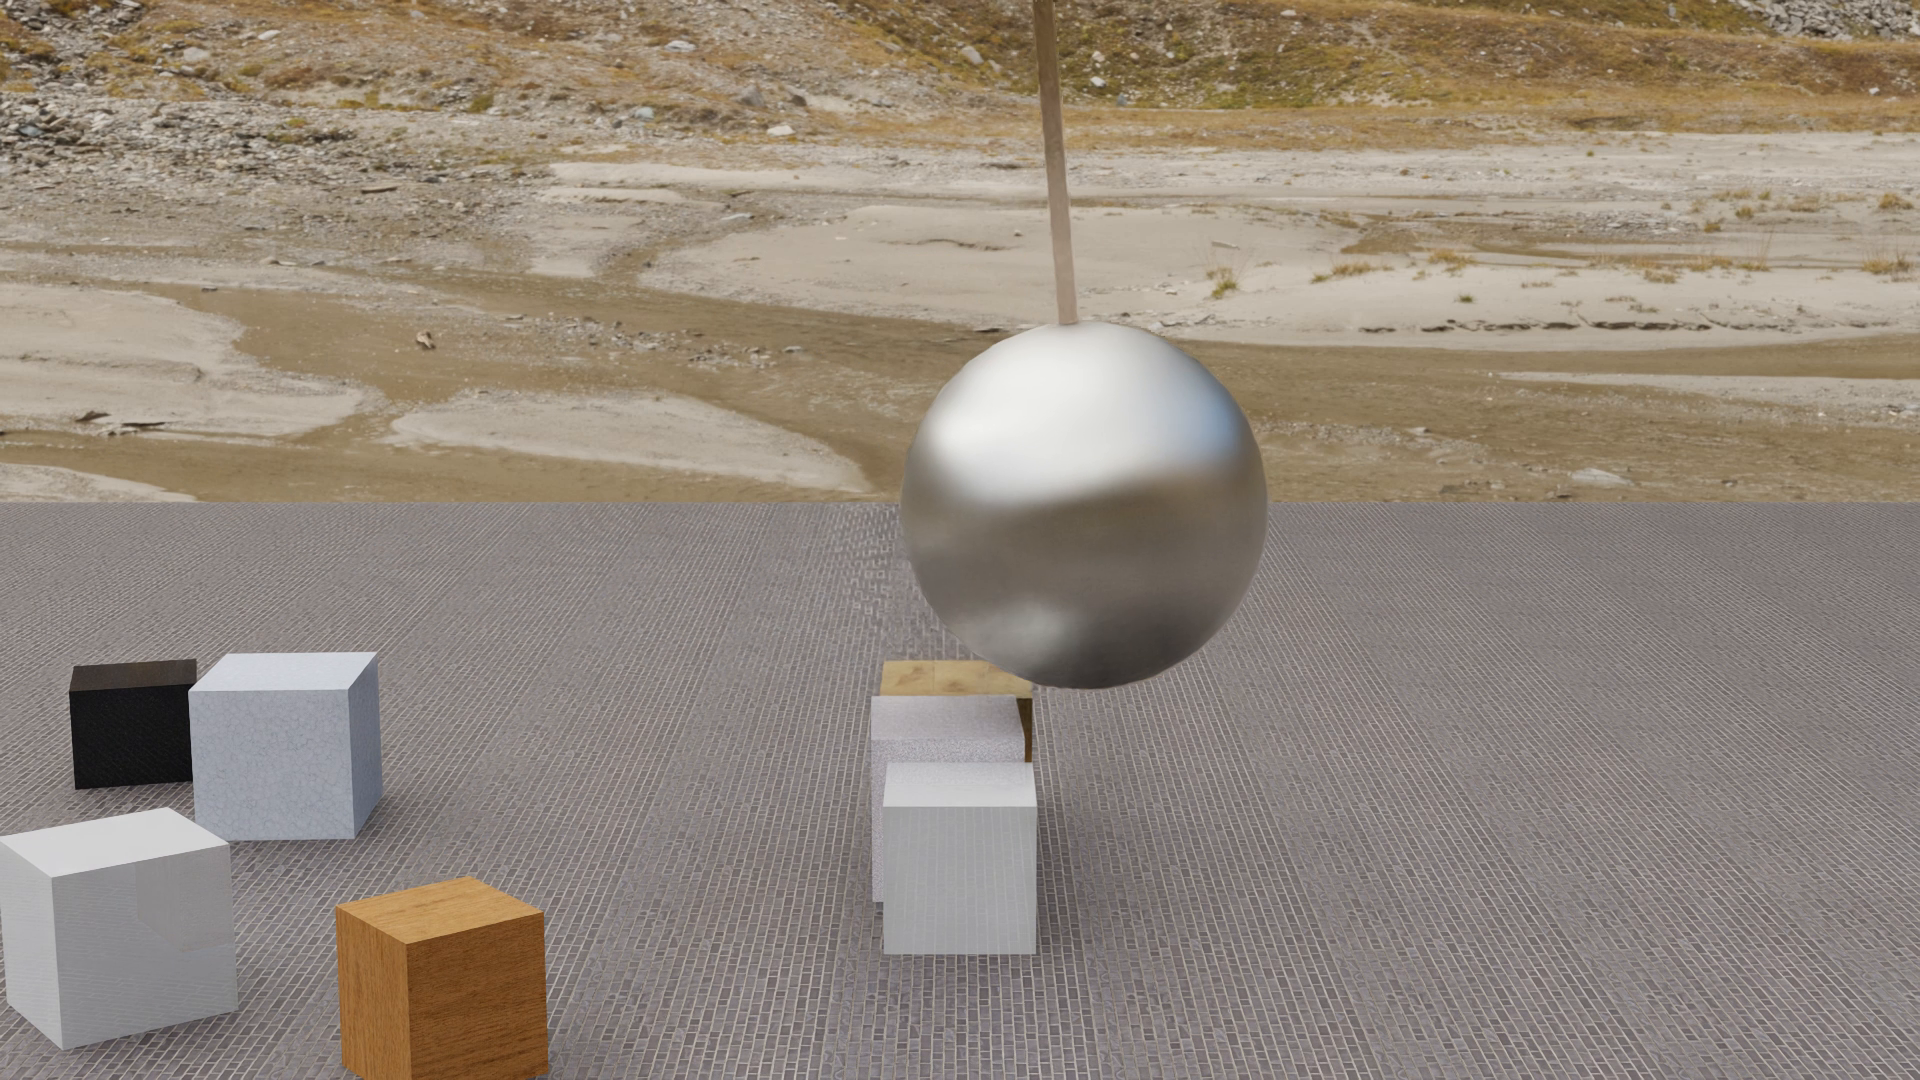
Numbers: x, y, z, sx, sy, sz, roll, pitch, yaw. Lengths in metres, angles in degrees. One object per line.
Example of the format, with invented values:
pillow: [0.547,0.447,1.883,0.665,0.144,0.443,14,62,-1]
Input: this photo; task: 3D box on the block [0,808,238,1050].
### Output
block: [-3.195,1.456,9.727,0.667,0.656,0.622,-8,13,-37]

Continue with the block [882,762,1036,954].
block: [-0.001,1.310,10.633,0.615,0.619,0.666,0,10,0]

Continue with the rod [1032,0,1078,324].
rod: [0.233,-3.481,10.547,0.080,5.200,0.080,-5,10,1]

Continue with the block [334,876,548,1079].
block: [-1.840,1.596,9.115,0.534,0.598,0.535,-8,13,-39]

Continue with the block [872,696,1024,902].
block: [-0.063,1.130,11.342,0.653,0.719,0.774,0,10,-2]

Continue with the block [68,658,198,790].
block: [-4.186,0.929,13.054,0.605,0.501,0.575,-3,11,-16]

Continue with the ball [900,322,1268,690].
ball: [0.537,-0.149,11.153,1.600,1.600,1.600,0,10,0]

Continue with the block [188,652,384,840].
block: [-3.195,0.972,12.221,0.725,0.715,0.770,0,10,-3]

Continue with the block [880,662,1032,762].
block: [-0.019,0.999,12.104,0.696,0.703,0.751,0,10,0]
